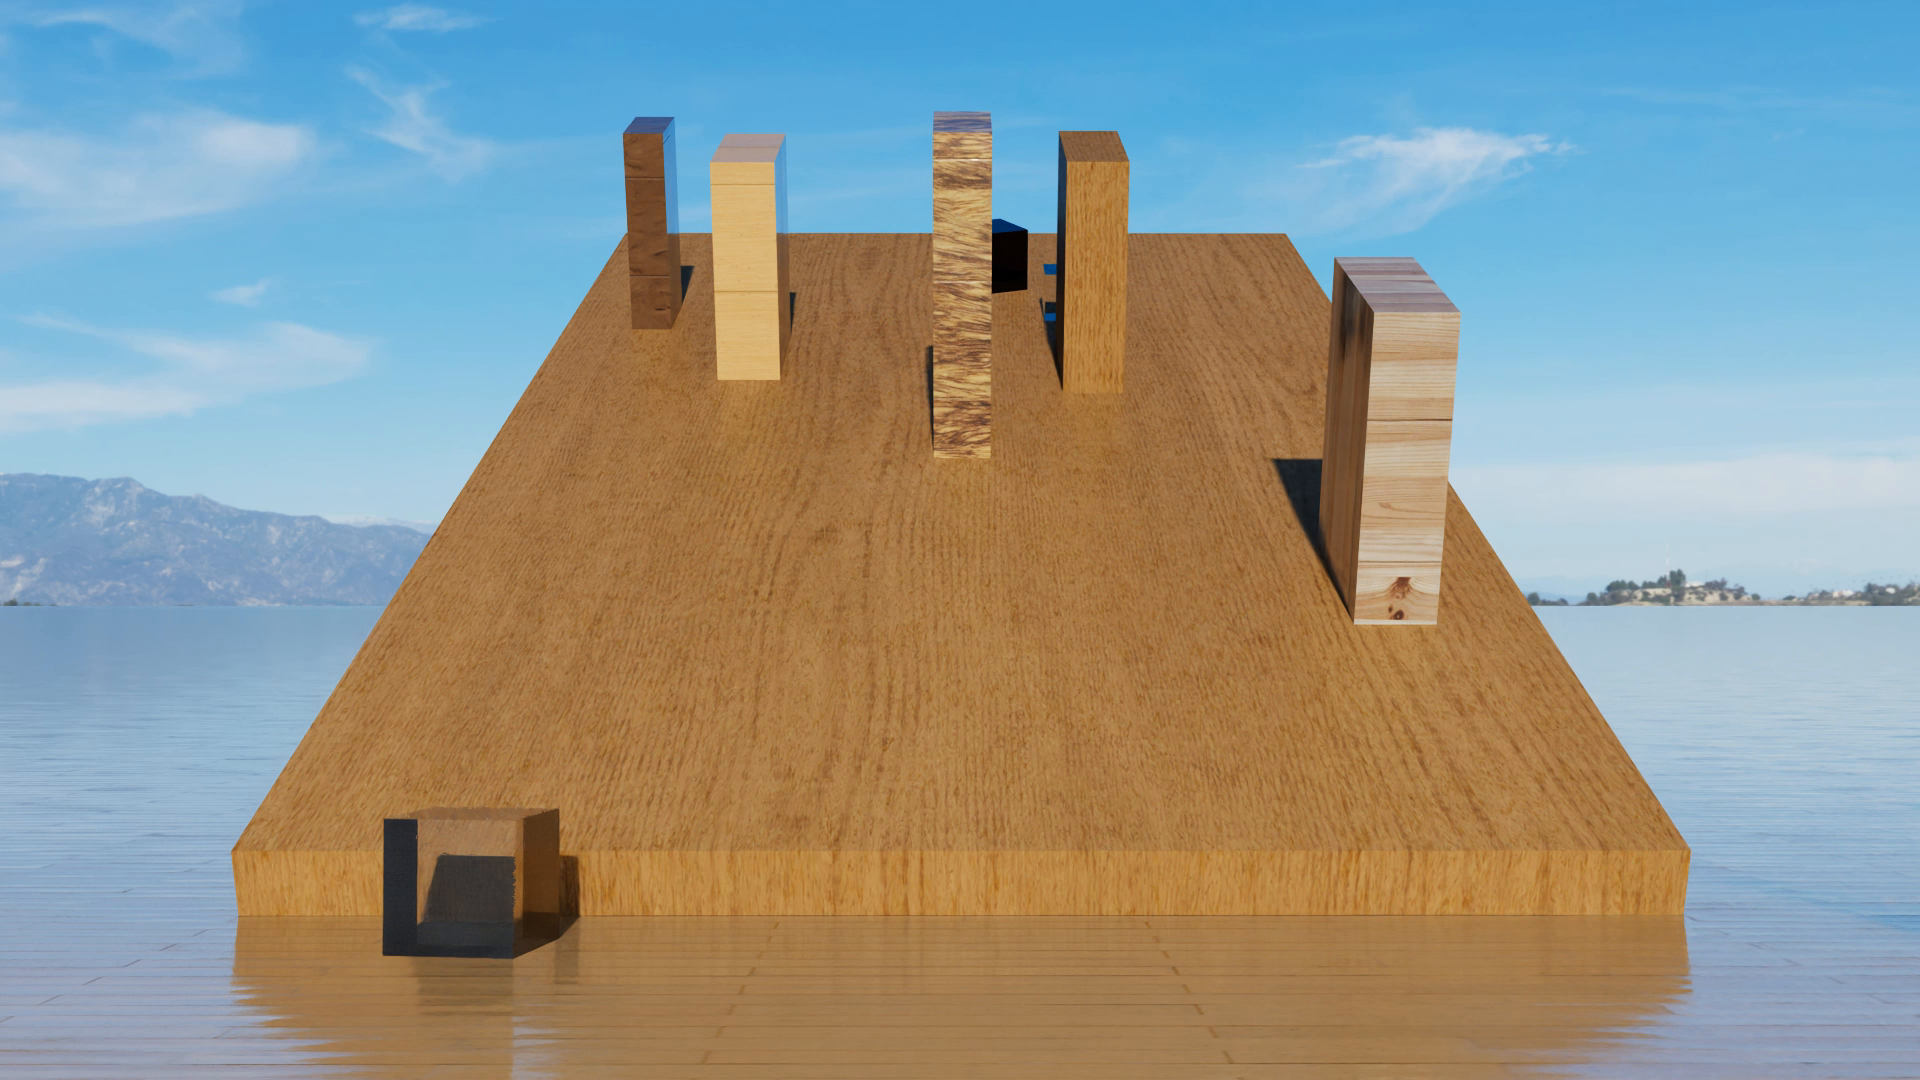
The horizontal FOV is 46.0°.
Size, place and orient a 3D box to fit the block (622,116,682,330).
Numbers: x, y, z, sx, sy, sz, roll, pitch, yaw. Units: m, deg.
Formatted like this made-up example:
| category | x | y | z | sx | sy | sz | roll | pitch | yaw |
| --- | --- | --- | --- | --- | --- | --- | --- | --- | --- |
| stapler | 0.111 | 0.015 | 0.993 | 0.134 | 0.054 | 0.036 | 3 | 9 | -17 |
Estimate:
| category | x | y | z | sx | sy | sz | roll | pitch | yaw |
| --- | --- | --- | --- | --- | --- | --- | --- | --- | --- |
| block | -0.785 | -0.813 | 5.798 | 0.099 | 0.498 | 0.251 | 0 | 20 | 0 |

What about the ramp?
| category | x | y | z | sx | sy | sz | roll | pitch | yaw |
| --- | --- | --- | --- | --- | --- | --- | --- | --- | --- |
| ramp | -0.005 | -0.205 | 4.998 | 2.000 | 0.100 | 4.000 | 0 | 20 | 0 |

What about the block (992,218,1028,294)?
| category | x | y | z | sx | sy | sz | roll | pitch | yaw |
| --- | --- | --- | --- | --- | --- | --- | --- | --- | --- |
| block | 0.073 | -0.774 | 6.184 | 0.166 | 0.166 | 0.166 | -9 | 22 | -25 |

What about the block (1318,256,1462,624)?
| category | x | y | z | sx | sy | sz | roll | pitch | yaw |
| --- | --- | --- | --- | --- | --- | --- | --- | --- | --- |
| block | 0.746 | -0.183 | 3.983 | 0.142 | 0.549 | 0.410 | 0 | 20 | 0 |

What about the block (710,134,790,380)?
| category | x | y | z | sx | sy | sz | roll | pitch | yaw |
| --- | --- | --- | --- | --- | --- | --- | --- | --- | --- |
| block | -0.497 | -0.684 | 5.419 | 0.147 | 0.513 | 0.386 | 0 | 20 | 0 |

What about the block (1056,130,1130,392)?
| category | x | y | z | sx | sy | sz | roll | pitch | yaw |
| --- | --- | --- | --- | --- | --- | --- | --- | --- | --- |
| block | 0.307 | -0.660 | 5.326 | 0.140 | 0.535 | 0.409 | 0 | 20 | 0 |

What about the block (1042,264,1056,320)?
| category | x | y | z | sx | sy | sz | roll | pitch | yaw |
| --- | --- | --- | --- | --- | --- | --- | --- | --- | --- |
| block | 0.279 | -0.644 | 5.890 | 0.122 | 0.122 | 0.122 | 0 | 20 | -1 |

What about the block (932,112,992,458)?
| category | x | y | z | sx | sy | sz | roll | pitch | yaw |
| --- | --- | --- | --- | --- | --- | --- | --- | --- | --- |
| block | 0.004 | -0.538 | 4.767 | 0.119 | 0.683 | 0.264 | 0 | 20 | 0 |

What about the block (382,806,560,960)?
| category | x | y | z | sx | sy | sz | roll | pitch | yaw |
| --- | --- | --- | --- | --- | --- | --- | --- | --- | --- |
| block | -0.613 | 0.429 | 2.854 | 0.168 | 0.168 | 0.168 | 0 | -2 | 9 |
